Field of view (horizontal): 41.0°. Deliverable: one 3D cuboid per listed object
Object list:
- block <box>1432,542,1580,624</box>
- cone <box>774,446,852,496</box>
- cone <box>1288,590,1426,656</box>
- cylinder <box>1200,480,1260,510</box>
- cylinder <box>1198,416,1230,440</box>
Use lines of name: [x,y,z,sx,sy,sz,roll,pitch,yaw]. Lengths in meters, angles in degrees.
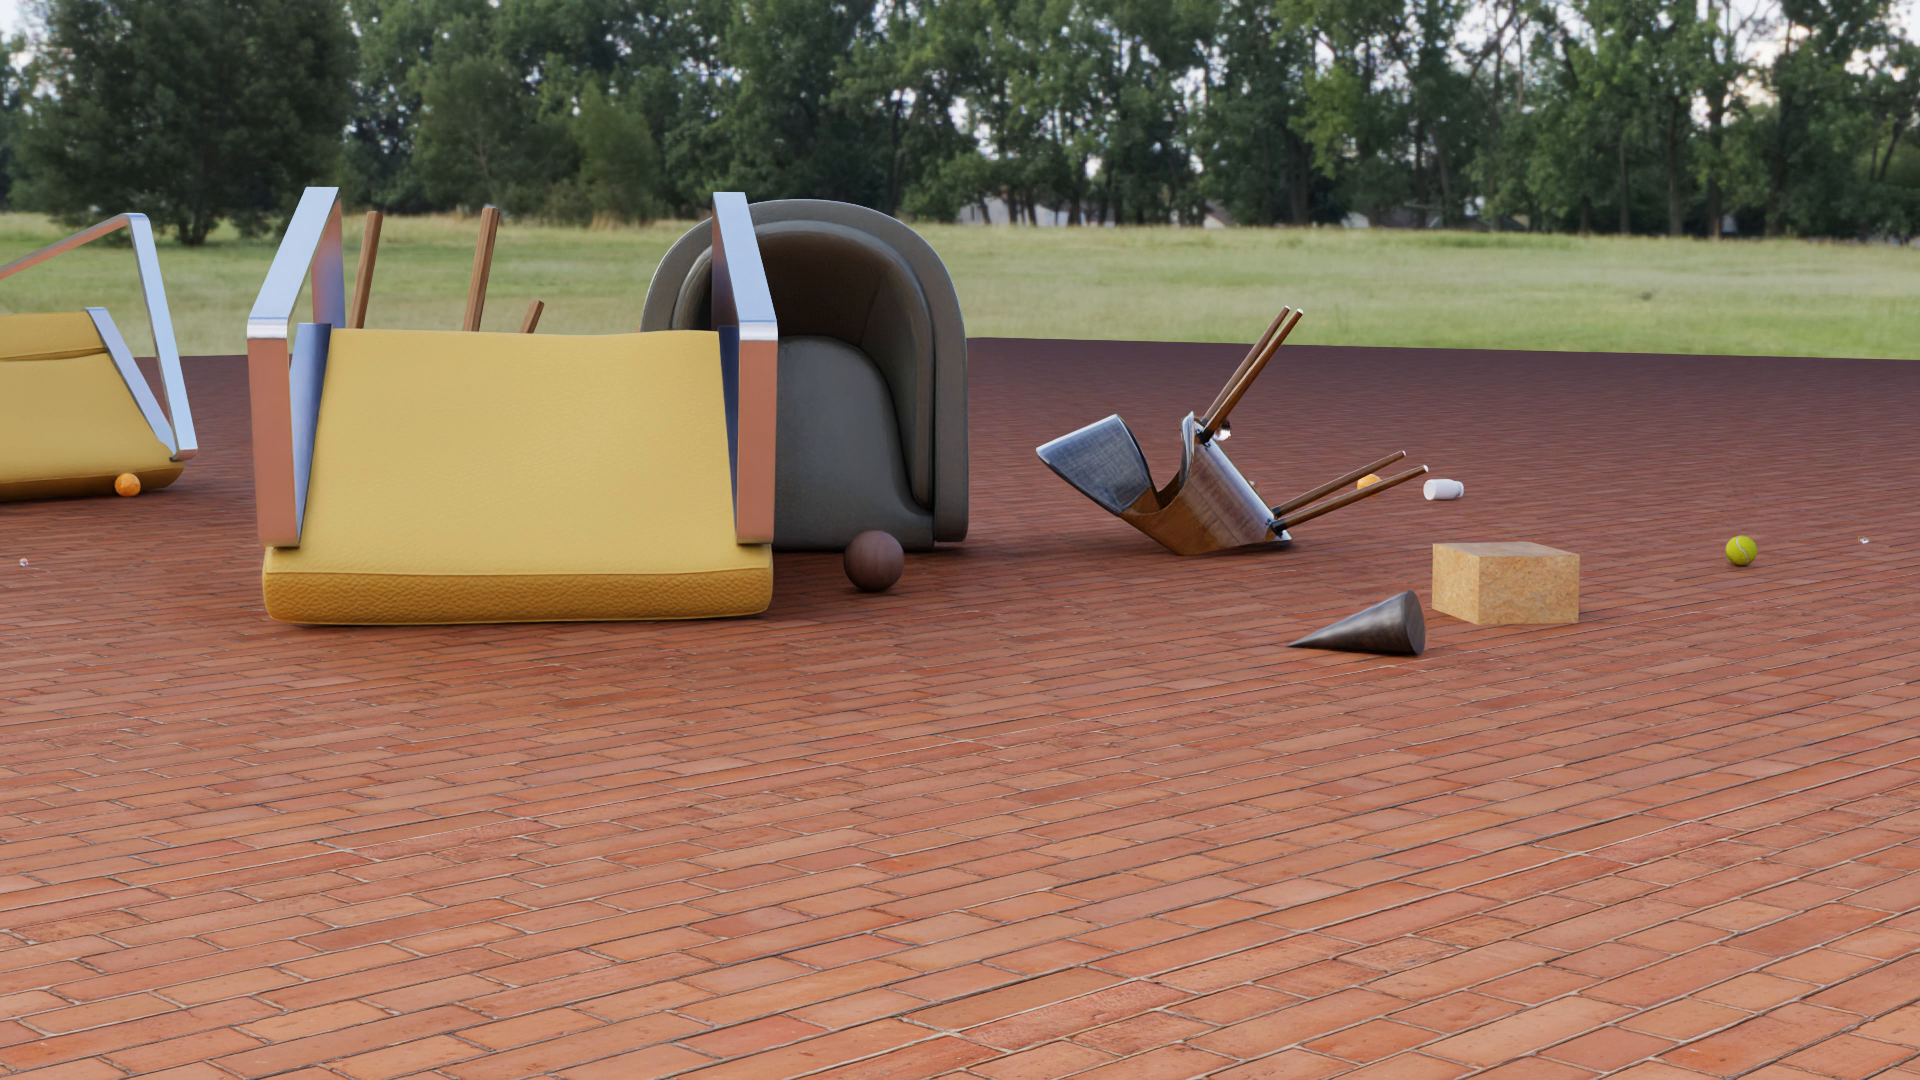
block: [1.057,0.082,4.983,0.201,0.130,0.247,-1,6,-10]
cone: [-0.447,-0.218,7.825,0.236,0.144,0.250,6,8,44]
cone: [0.685,0.167,4.521,0.242,0.112,0.131,-12,18,24]
cylinder: [0.762,-0.126,7.252,0.149,0.079,0.108,2,11,20]
cylinder: [1.021,-0.448,10.311,0.092,0.092,0.094,6,-34,47]
